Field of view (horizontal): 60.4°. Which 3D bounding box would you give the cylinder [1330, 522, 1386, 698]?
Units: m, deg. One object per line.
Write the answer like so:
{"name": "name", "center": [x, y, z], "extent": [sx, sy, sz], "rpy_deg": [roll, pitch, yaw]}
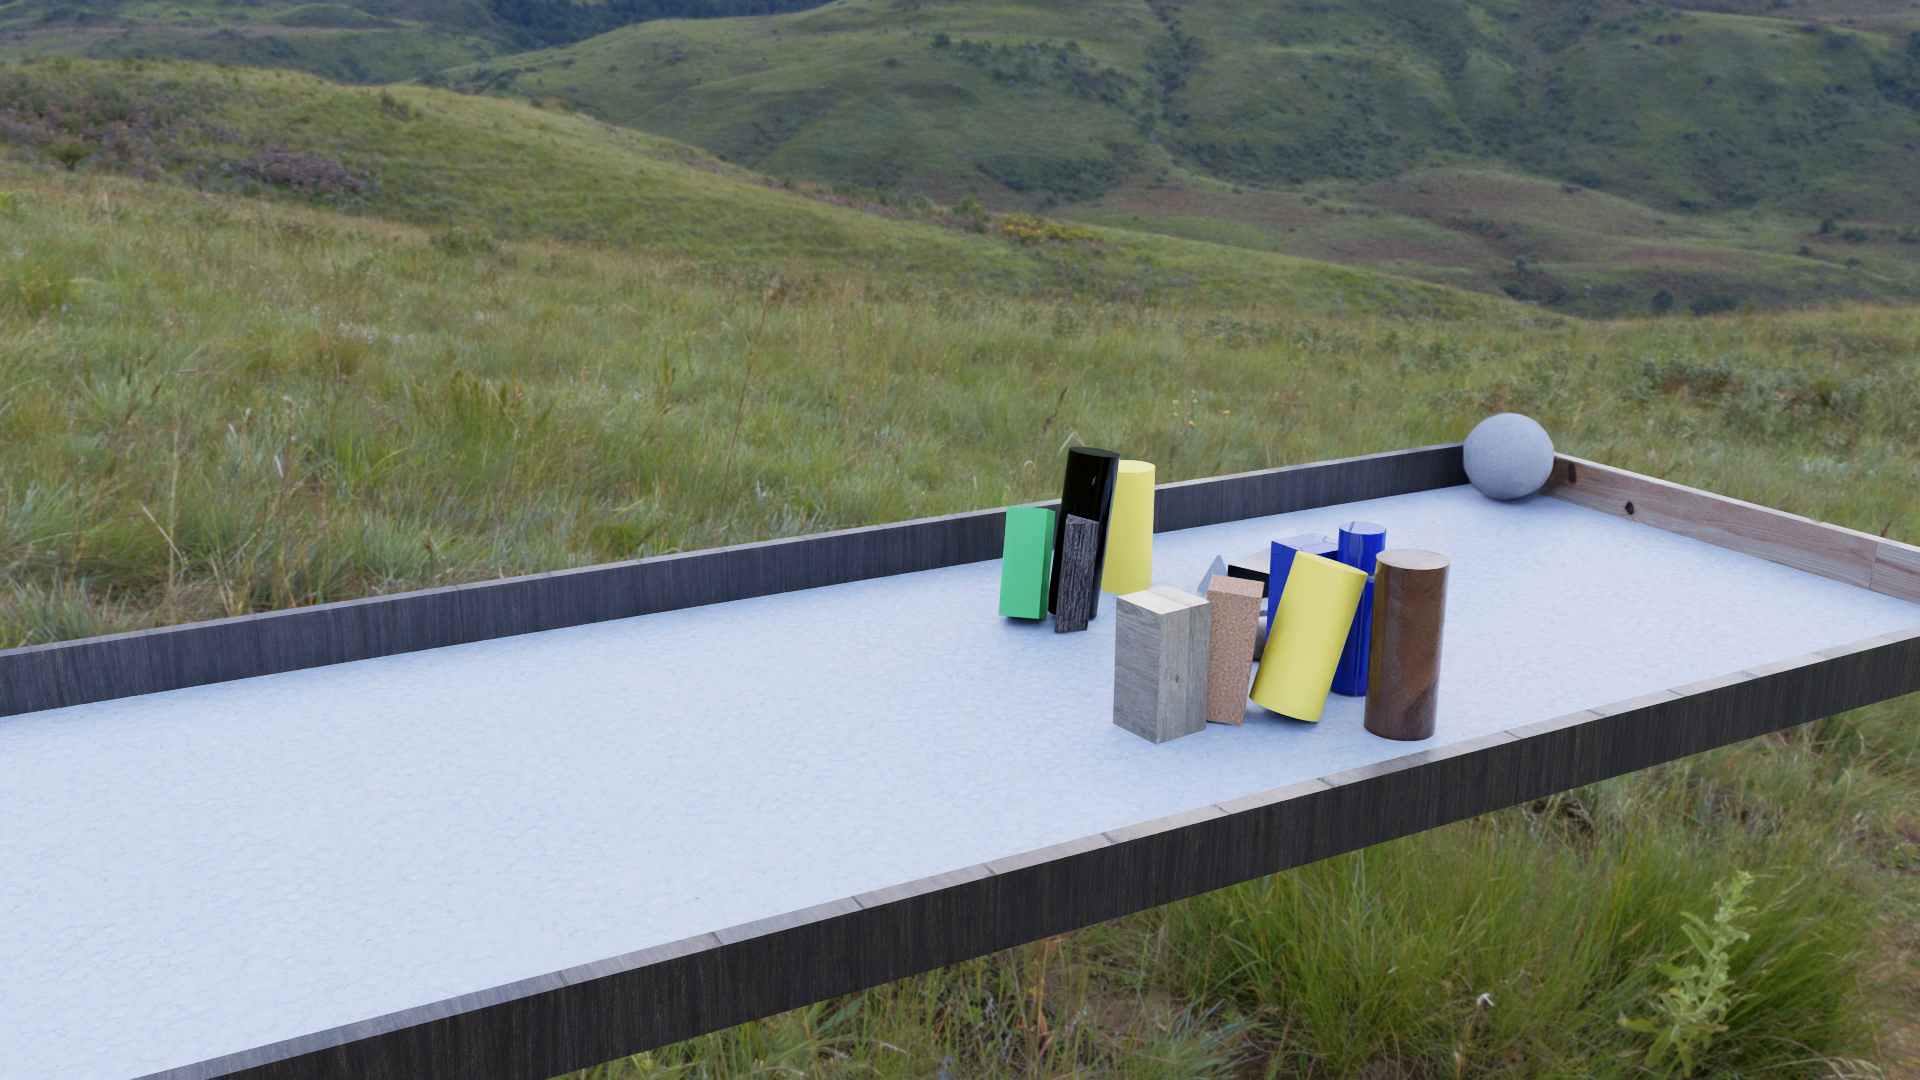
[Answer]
{"name": "cylinder", "center": [0.971, 0.170, 4.036], "extent": [0.112, 0.416, 0.112], "rpy_deg": [0, 16, 0]}

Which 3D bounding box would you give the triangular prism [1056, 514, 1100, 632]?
{"name": "triangular prism", "center": [0.299, 0.089, 4.491], "extent": [0.100, 0.306, 0.087], "rpy_deg": [-2, 18, -24]}

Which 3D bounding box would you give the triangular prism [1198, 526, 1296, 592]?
{"name": "triangular prism", "center": [0.882, 0.059, 4.923], "extent": [0.142, 0.123, 0.405], "rpy_deg": [14, 21, 39]}

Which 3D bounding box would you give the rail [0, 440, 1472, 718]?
{"name": "rail", "center": [-3.305, 0.497, 3.399], "extent": [12.000, 0.150, 0.050], "rpy_deg": [-9, 18, -27]}

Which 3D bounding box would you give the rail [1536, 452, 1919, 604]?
{"name": "rail", "center": [2.466, -0.048, 5.253], "extent": [0.050, 0.150, 2.100], "rpy_deg": [-9, 18, -27]}

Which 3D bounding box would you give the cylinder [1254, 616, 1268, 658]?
{"name": "cylinder", "center": [0.912, 0.247, 4.322], "extent": [0.336, 0.109, 0.109], "rpy_deg": [-3, 17, -10]}

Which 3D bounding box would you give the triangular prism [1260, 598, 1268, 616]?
{"name": "triangular prism", "center": [0.800, 0.199, 4.432], "extent": [0.345, 0.106, 0.091], "rpy_deg": [-5, -19, -17]}

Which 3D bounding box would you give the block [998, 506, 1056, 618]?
{"name": "block", "center": [0.186, 0.063, 4.569], "extent": [0.113, 0.301, 0.113], "rpy_deg": [4, -2, 14]}

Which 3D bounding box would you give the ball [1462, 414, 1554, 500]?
{"name": "ball", "center": [1.931, -0.293, 5.808], "extent": [0.306, 0.306, 0.306], "rpy_deg": [0, 16, 0]}

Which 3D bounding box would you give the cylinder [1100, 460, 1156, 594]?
{"name": "cylinder", "center": [0.490, -0.037, 4.831], "extent": [0.151, 0.367, 0.151], "rpy_deg": [0, 16, 0]}

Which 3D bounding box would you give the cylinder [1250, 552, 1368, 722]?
{"name": "cylinder", "center": [0.819, 0.225, 3.881], "extent": [0.173, 0.362, 0.173], "rpy_deg": [16, 8, -2]}

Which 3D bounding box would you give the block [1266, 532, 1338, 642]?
{"name": "block", "center": [0.876, 0.176, 4.137], "extent": [0.146, 0.349, 0.146], "rpy_deg": [-9, 19, -29]}

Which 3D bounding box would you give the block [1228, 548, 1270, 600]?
{"name": "block", "center": [0.937, 0.110, 4.716], "extent": [0.149, 0.149, 0.403], "rpy_deg": [14, 21, 40]}

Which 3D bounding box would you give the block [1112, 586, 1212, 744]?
{"name": "block", "center": [0.467, 0.287, 3.823], "extent": [0.153, 0.314, 0.153], "rpy_deg": [-11, 20, -33]}

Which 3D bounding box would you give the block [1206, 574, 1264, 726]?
{"name": "block", "center": [0.630, 0.259, 3.889], "extent": [0.123, 0.320, 0.123], "rpy_deg": [9, 18, 11]}

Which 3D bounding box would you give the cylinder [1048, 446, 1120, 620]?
{"name": "cylinder", "center": [0.341, -0.020, 4.580], "extent": [0.143, 0.459, 0.143], "rpy_deg": [7, 12, -2]}

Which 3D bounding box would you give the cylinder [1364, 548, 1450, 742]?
{"name": "cylinder", "center": [1.028, 0.241, 3.803], "extent": [0.163, 0.413, 0.163], "rpy_deg": [0, 16, 0]}

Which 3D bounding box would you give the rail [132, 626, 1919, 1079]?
{"name": "rail", "center": [-2.336, 1.006, 1.665], "extent": [12.000, 0.150, 0.050], "rpy_deg": [-9, 18, -27]}
